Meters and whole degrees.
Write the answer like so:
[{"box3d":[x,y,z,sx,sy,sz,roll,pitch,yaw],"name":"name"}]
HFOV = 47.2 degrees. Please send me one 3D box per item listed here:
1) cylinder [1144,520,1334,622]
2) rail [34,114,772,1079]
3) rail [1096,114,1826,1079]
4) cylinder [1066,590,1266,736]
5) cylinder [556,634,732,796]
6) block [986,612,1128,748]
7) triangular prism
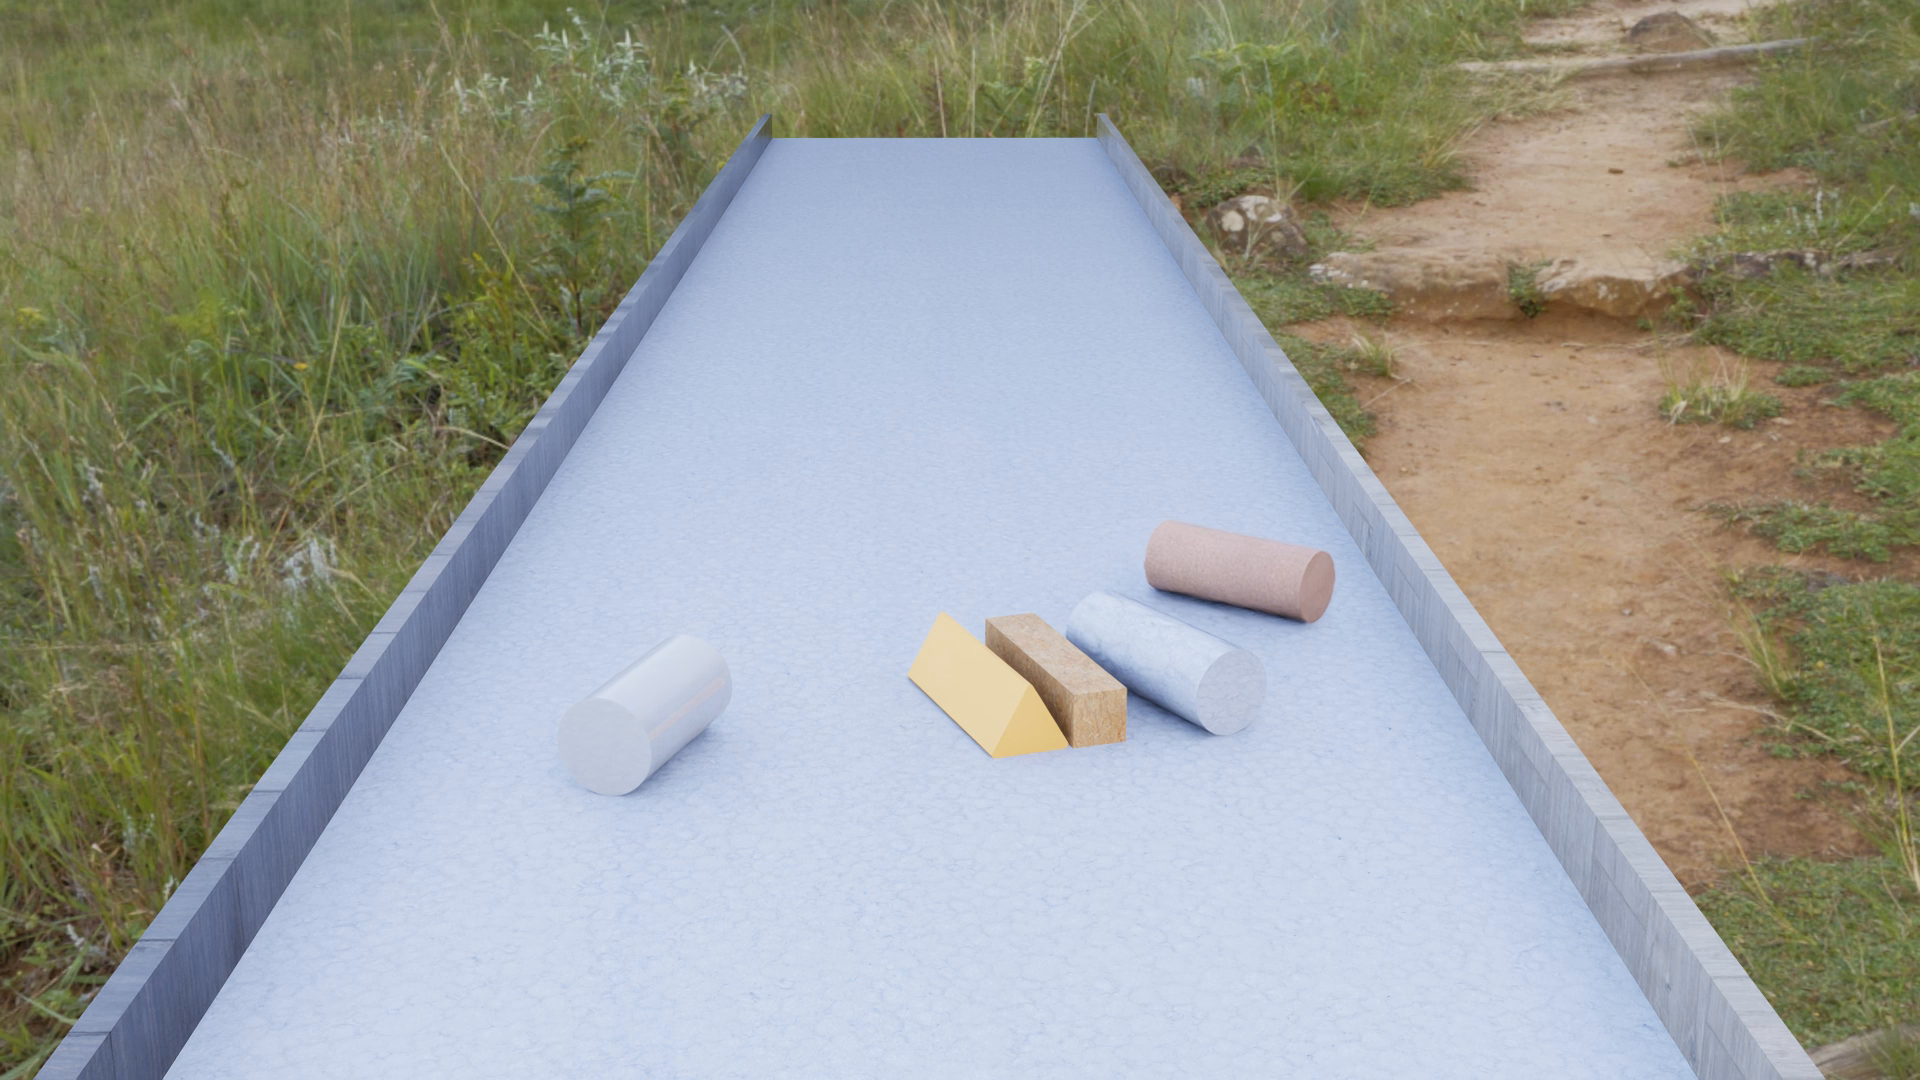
[{"box3d":[0.599,0.066,4.735,0.382,0.154,0.154,12,21,36],"name":"cylinder"},{"box3d":[-1.118,-0.838,7.780,0.050,0.150,12.000,0,17,-1],"name":"rail"},{"box3d":[0.932,-0.844,7.801,0.050,0.150,12.000,0,17,-1],"name":"rail"},{"box3d":[0.386,0.227,4.176,0.164,0.164,0.417,-10,19,-30],"name":"cylinder"},{"box3d":[-0.553,0.305,3.891,0.177,0.177,0.344,5,17,17],"name":"cylinder"},{"box3d":[0.176,0.260,4.171,0.103,0.103,0.457,-6,18,-19],"name":"block"},{"box3d":[0.045,0.259,4.121,0.147,0.127,0.446,-7,18,-20],"name":"triangular prism"}]
